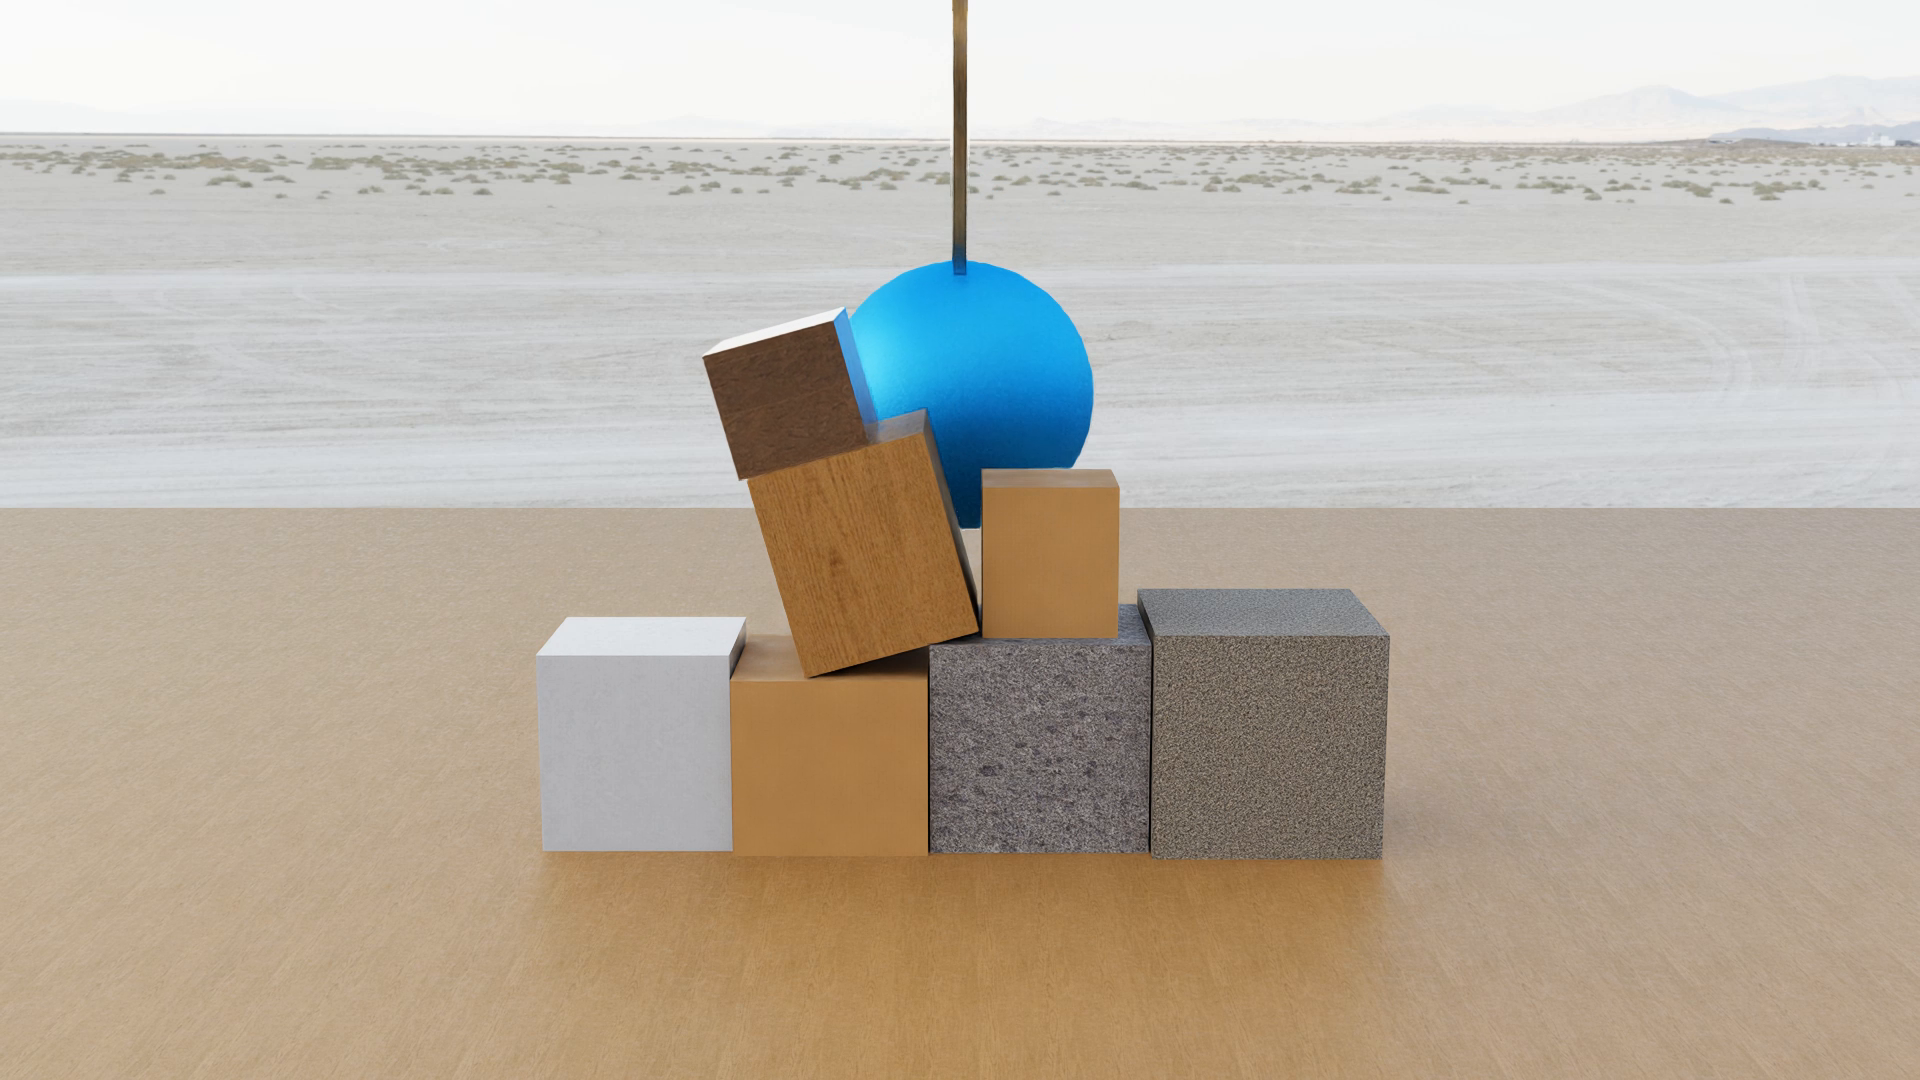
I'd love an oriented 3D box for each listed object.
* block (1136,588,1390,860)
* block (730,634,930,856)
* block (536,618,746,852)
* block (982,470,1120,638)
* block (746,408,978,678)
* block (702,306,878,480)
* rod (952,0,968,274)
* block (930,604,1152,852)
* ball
[{"bbox_3d":[1.519,0.920,11.333,1.137,1.134,1.136,0,10,0],"label":"block"},{"bbox_3d":[-0.643,1.037,11.366,0.968,0.893,1.053,0,10,0],"label":"block"},{"bbox_3d":[-1.612,0.984,11.343,0.951,1.006,0.878,0,10,0],"label":"block"},{"bbox_3d":[0.449,0.060,11.177,0.673,0.759,0.608,0,10,0],"label":"block"},{"bbox_3d":[-0.471,-0.006,11.198,0.888,1.020,0.975,-15,10,3],"label":"block"},{"bbox_3d":[-0.835,-0.747,11.048,0.660,0.632,0.794,-15,10,4],"label":"block"},{"bbox_3d":[0.000,-3.790,11.405,0.080,5.200,0.080,0,31,0],"label":"rod"},{"bbox_3d":[0.396,0.951,11.365,1.090,1.062,0.987,0,10,0],"label":"block"},{"bbox_3d":[0.000,-0.862,13.132,1.600,1.600,1.600,0,10,0],"label":"ball"}]
